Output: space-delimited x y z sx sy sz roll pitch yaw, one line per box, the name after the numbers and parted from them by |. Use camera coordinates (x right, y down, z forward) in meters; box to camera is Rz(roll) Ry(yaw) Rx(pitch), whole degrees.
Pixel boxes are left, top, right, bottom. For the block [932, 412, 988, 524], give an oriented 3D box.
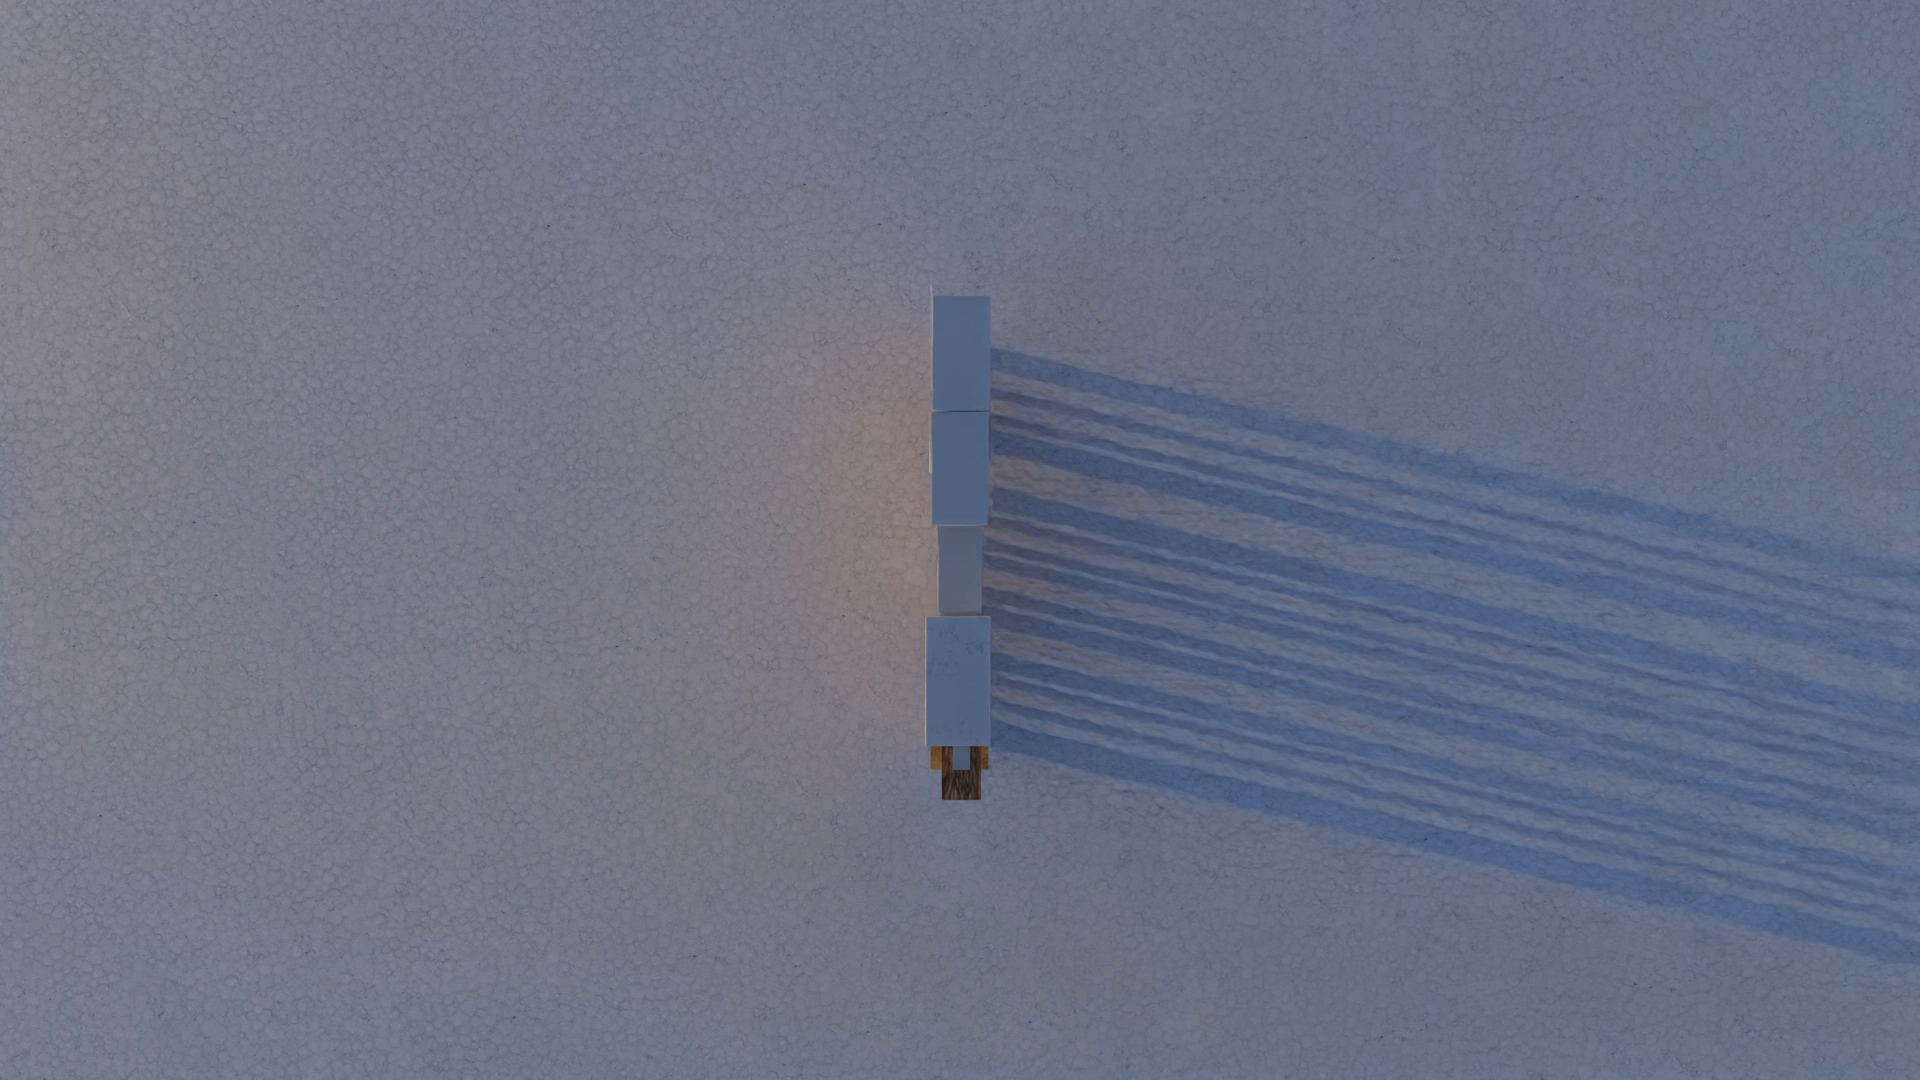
-0.001 -0.184 4.272 0.144 0.041 0.288 0 90 0 | block

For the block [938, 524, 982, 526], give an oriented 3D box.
-0.002 0.056 5.028 0.132 0.037 0.264 0 90 0 | block

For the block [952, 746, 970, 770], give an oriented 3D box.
0.004 0.581 4.513 0.046 0.013 0.093 0 90 0 | block

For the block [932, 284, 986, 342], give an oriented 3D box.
-0.005 -0.573 4.703 0.154 0.044 0.309 0 90 0 | block

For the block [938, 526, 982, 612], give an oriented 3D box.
-0.001 0.078 4.375 0.114 0.032 0.228 0 90 0 | block

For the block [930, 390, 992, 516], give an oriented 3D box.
0.002 -0.242 4.605 0.172 0.049 0.344 0 90 0 | block

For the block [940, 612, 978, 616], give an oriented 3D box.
-0.001 0.264 4.634 0.107 0.030 0.214 0 90 0 | block

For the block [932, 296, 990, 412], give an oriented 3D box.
0.004 -0.480 4.265 0.147 0.042 0.294 0 90 0 | block

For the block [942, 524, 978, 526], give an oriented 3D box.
0.001 0.044 4.777 0.108 0.031 0.217 0 90 0 | block

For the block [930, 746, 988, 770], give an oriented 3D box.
-0.002 0.509 4.887 0.168 0.048 0.337 0 90 0 | block

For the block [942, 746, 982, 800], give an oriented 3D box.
0.004 0.617 4.628 0.110 0.031 0.220 0 90 0 | block

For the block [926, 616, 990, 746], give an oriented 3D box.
-0.005 0.364 4.262 0.167 0.047 0.333 0 90 0 | block
